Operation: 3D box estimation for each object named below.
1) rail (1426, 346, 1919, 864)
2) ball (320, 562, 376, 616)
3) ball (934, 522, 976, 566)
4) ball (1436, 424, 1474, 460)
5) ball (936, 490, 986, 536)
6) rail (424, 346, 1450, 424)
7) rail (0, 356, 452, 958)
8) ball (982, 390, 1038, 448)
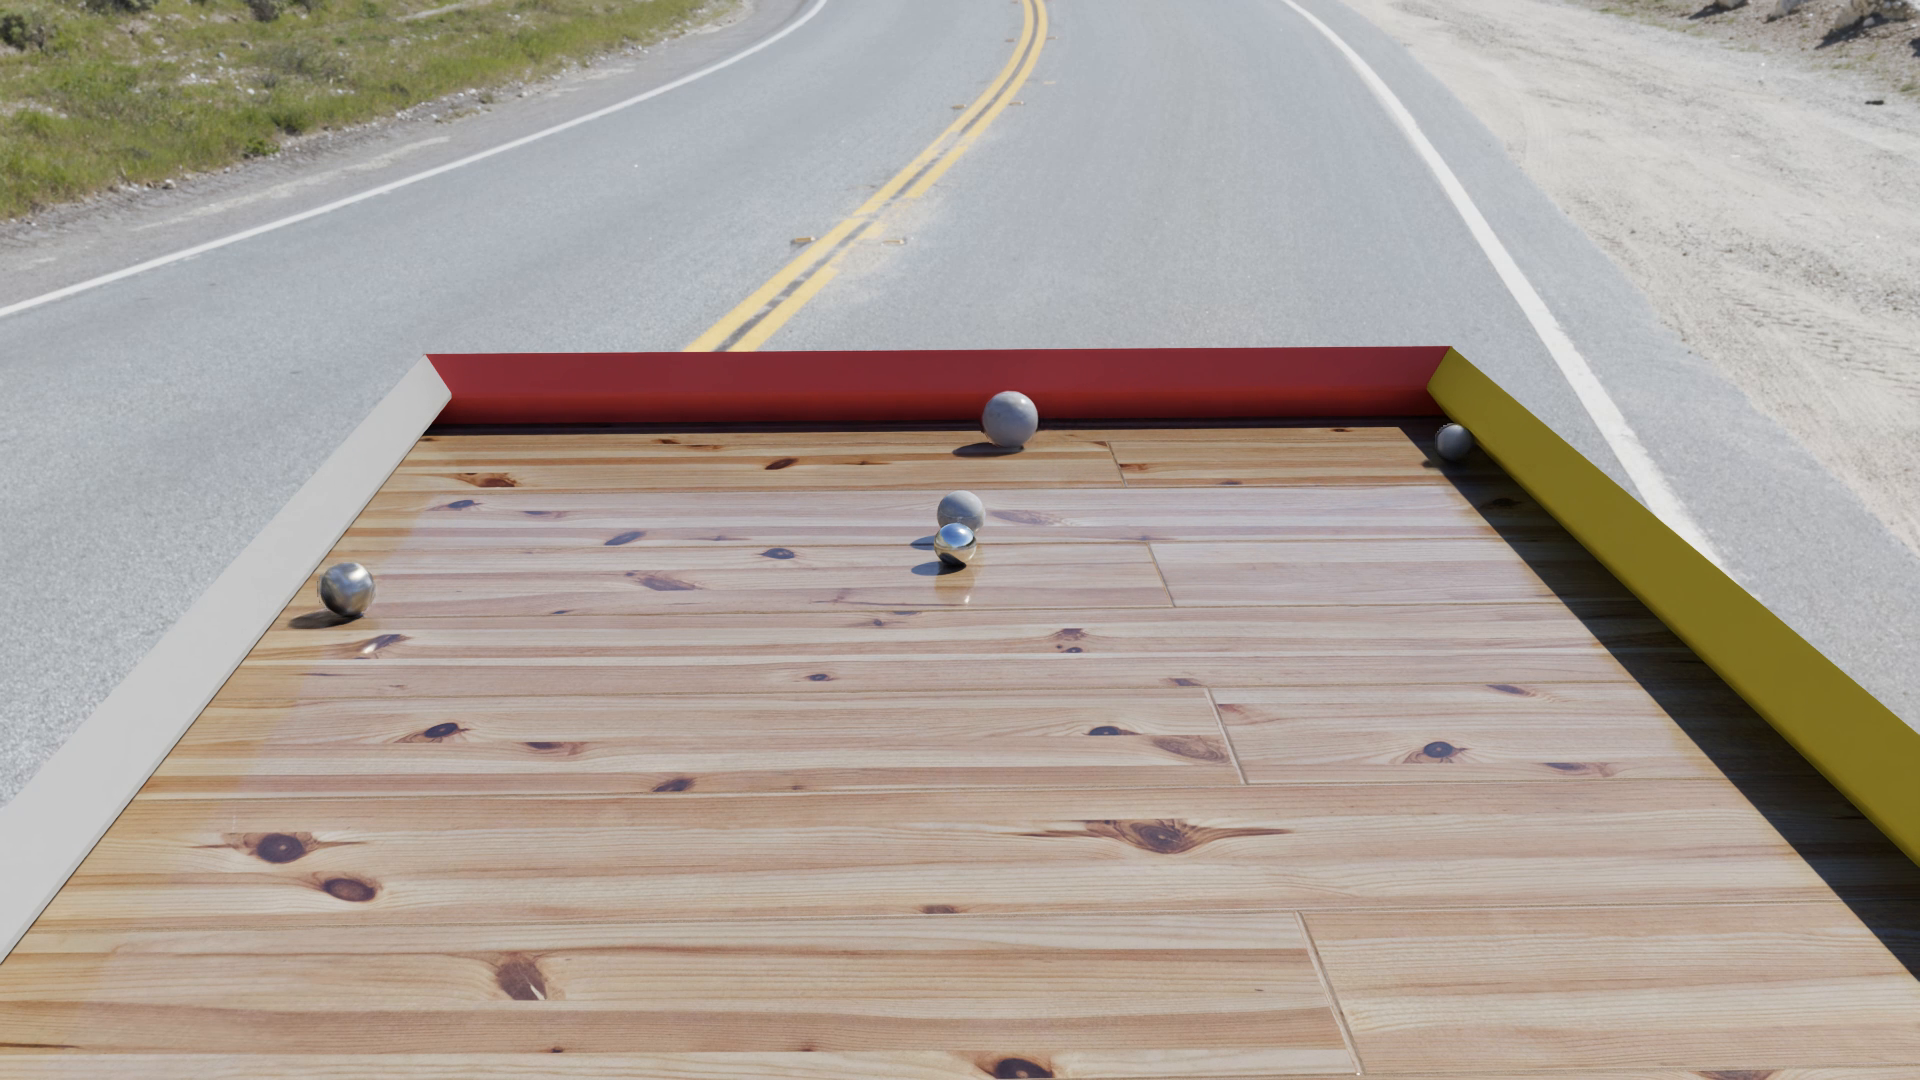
[{"bbox_3d":[0.769,0.181,1.938,0.045,0.105,2.891,-1,17,-2],"label":"rail"},{"bbox_3d":[-0.677,0.054,2.432,0.060,0.060,0.060,0,17,0],"label":"ball"},{"bbox_3d":[-0.006,0.005,2.609,0.051,0.051,0.051,0,17,0],"label":"ball"},{"bbox_3d":[0.691,-0.136,3.070,0.050,0.050,0.050,0,17,0],"label":"ball"},{"bbox_3d":[0.001,-0.031,2.710,0.061,0.061,0.061,0,17,0],"label":"ball"},{"bbox_3d":[-0.026,-0.226,3.270,1.533,0.105,0.045,-1,17,-2],"label":"rail"},{"bbox_3d":[-0.715,0.197,1.885,0.045,0.105,2.891,-1,17,-2],"label":"rail"},{"bbox_3d":[0.071,-0.173,3.140,0.081,0.081,0.081,0,17,0],"label":"ball"}]
